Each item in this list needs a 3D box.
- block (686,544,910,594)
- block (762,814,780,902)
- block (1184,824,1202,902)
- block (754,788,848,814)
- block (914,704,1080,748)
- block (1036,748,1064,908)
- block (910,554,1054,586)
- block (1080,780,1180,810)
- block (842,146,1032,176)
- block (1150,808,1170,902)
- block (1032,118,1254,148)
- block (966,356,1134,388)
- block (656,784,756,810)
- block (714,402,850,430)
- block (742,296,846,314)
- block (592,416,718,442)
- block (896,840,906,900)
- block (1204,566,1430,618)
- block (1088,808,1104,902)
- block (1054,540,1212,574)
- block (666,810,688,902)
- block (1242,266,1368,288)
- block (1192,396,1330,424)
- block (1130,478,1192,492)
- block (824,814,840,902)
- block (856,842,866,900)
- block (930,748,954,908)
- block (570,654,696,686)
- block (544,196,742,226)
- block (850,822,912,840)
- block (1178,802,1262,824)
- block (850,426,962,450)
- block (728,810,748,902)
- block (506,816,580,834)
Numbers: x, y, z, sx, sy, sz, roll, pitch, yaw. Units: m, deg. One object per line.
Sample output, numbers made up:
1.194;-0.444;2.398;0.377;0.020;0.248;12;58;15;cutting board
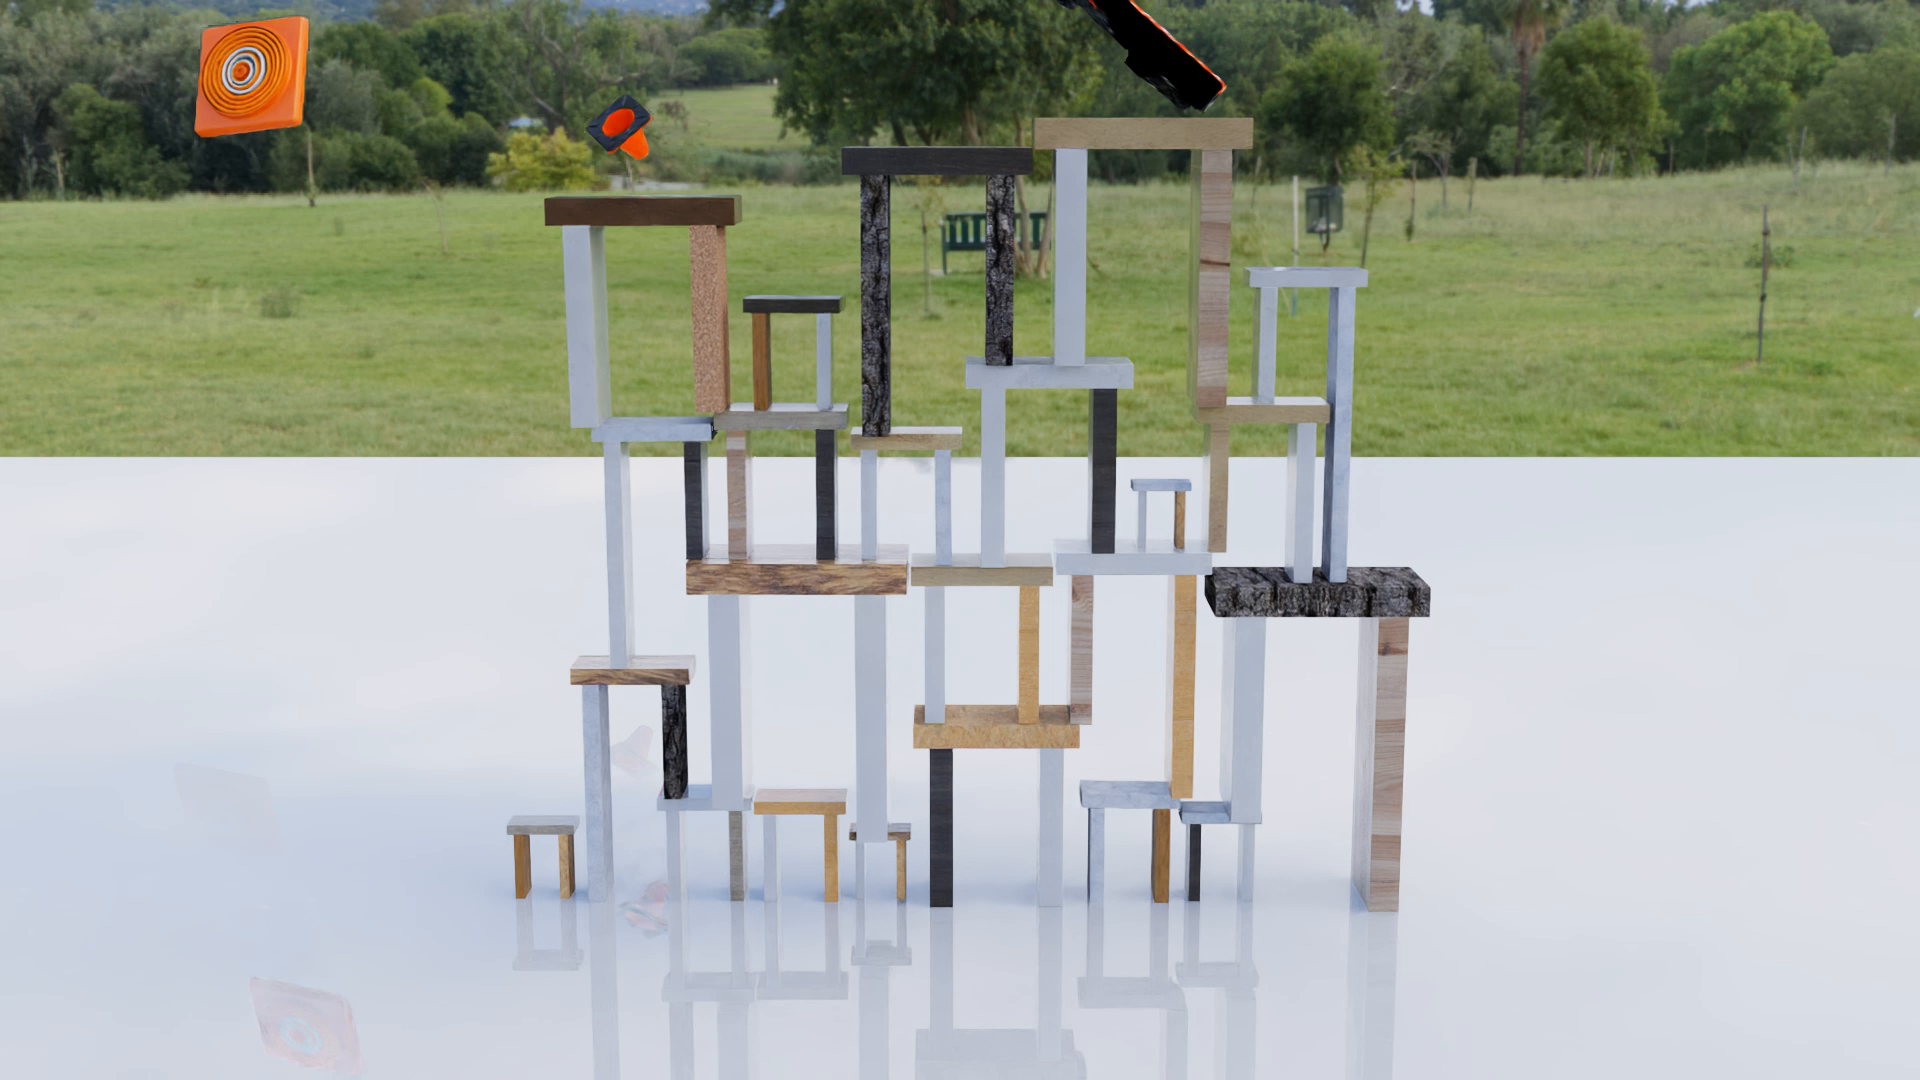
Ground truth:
-0.259;0.047;3.573;0.350;0.050;0.175;0;11;0;block
-0.312;0.517;3.653;0.021;0.150;0.075;0;11;0;block
0.387;0.526;3.653;0.019;0.132;0.066;0;11;0;block
-0.262;0.432;3.637;0.150;0.021;0.075;0;11;0;block
0.059;0.306;3.619;0.269;0.038;0.135;0;11;0;block
0.149;0.457;3.647;0.038;0.269;0.135;0;11;0;block
0.035;0.048;3.571;0.228;0.032;0.114;0;11;0;block
0.280;0.420;3.633;0.161;0.023;0.081;1;11;0;block
-0.035;-0.595;3.448;0.293;0.042;0.147;0;11;0;block
0.333;0.512;3.650;0.023;0.161;0.081;0;11;0;block
0.282;-0.637;3.444;0.333;0.047;0.167;0;11;0;block
0.140;-0.268;3.512;0.264;0.037;0.132;0;11;0;block
-0.419;0.426;3.642;0.155;0.022;0.077;0;11;0;block
-0.285;-0.199;3.528;0.210;0.030;0.105;0;11;0;block
-0.263;-0.375;3.497;0.153;0.022;0.076;1;10;4;block
-0.489;-0.178;3.528;0.190;0.027;0.095;-1;11;0;block
-0.097;0.540;3.658;0.014;0.102;0.051;0;11;0;block
0.576;0.084;3.573;0.340;0.048;0.170;0;11;0;block
0.226;0.512;3.650;0.023;0.161;0.081;0;11;0;block
0.278;0.027;3.566;0.247;0.035;0.124;0;11;0;block
-0.471;0.513;3.657;0.022;0.155;0.077;0;11;0;block
0.545;-0.416;3.481;0.184;0.026;0.092;0;11;0;block
0.479;-0.208;3.517;0.208;0.029;0.104;0;11;0;block
0.324;-0.089;3.545;0.094;0.013;0.047;0;11;0;block
-0.212;0.517;3.653;0.021;0.150;0.075;0;11;0;block
-0.165;0.540;3.658;0.014;0.102;0.051;0;11;0;block
-0.031;0.457;3.647;0.038;0.269;0.135;0;11;0;block
-0.534;0.213;3.604;0.193;0.027;0.096;0;11;0;block
-0.495;-0.519;3.461;0.292;0.041;0.146;0;11;-1;block
-0.132;0.483;3.647;0.102;0.014;0.051;0;11;0;block
0.430;0.451;3.640;0.132;0.019;0.066;0;10;0;block
-0.085;-0.163;3.528;0.177;0.025;0.089;0;11;0;block
-0.368;0.513;3.657;0.022;0.155;0.077;0;11;0;block
-0.692;0.473;3.651;0.111;0.016;0.055;0;11;0;block
